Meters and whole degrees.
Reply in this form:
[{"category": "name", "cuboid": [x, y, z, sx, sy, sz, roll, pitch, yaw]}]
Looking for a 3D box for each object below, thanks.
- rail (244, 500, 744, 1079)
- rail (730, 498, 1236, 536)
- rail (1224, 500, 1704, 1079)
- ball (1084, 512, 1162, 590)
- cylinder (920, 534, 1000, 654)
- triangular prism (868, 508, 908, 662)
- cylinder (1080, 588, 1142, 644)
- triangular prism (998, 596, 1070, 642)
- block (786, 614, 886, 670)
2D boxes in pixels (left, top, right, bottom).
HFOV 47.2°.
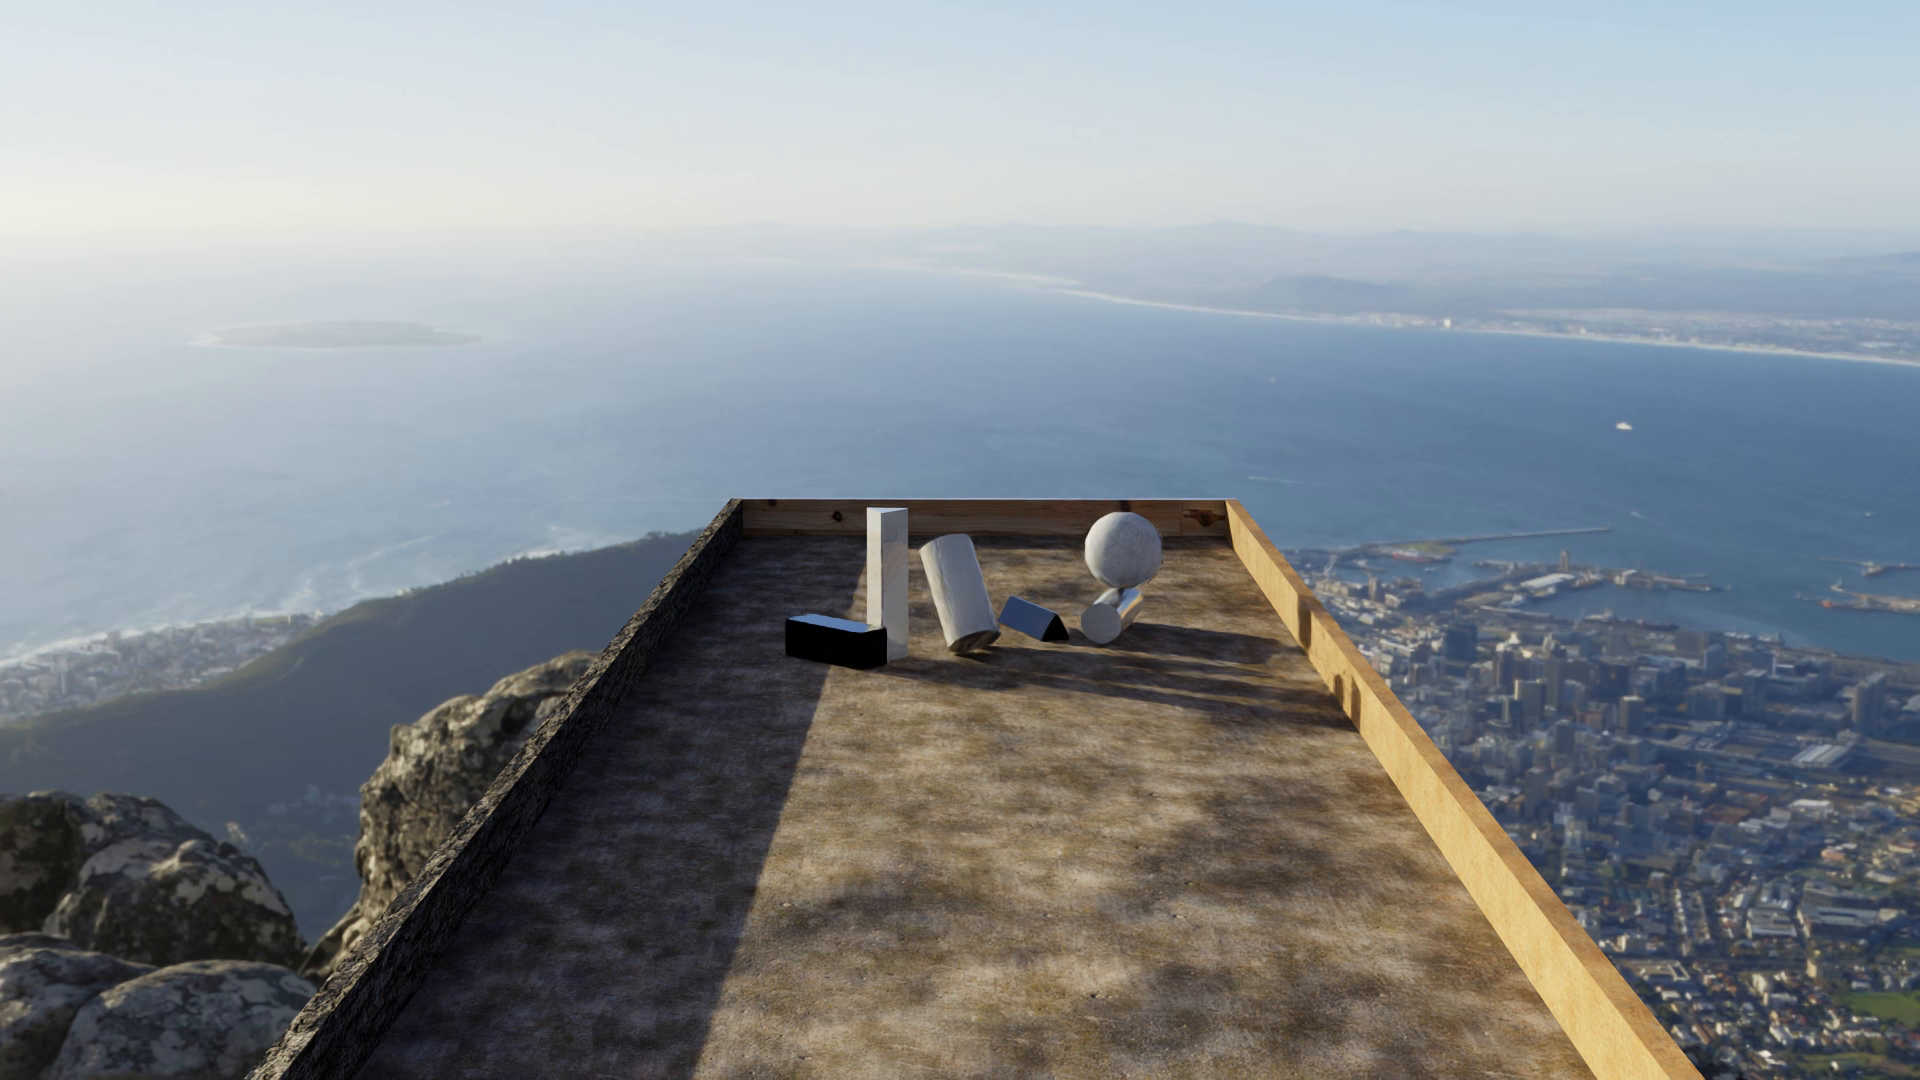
[{"category": "rail", "cuboid": [-1.004, 0.839, 3.234, 0.050, 0.150, 12.000, 0, 9, 1]}, {"category": "rail", "cuboid": [0.099, -0.098, 9.147, 2.100, 0.150, 0.050, 0, 9, 1]}, {"category": "rail", "cuboid": [1.046, 0.843, 3.208, 0.050, 0.150, 12.000, 0, 9, 1]}, {"category": "ball", "cuboid": [0.531, 0.033, 7.160, 0.253, 0.253, 0.253, 0, 9, 0]}, {"category": "cylinder", "cuboid": [-0.001, 0.165, 6.800, 0.165, 0.331, 0.165, -15, -22, -6]}, {"category": "triangular prism", "cuboid": [-0.239, 0.133, 6.705, 0.107, 0.459, 0.123, 7, 11, 37]}, {"category": "cylinder", "cuboid": [0.494, 0.234, 7.116, 0.131, 0.131, 0.383, 2, 9, 14]}, {"category": "triangular prism", "cuboid": [0.238, 0.250, 7.139, 0.100, 0.087, 0.341, -4, 10, -23]}, {"category": "block", "cuboid": [-0.378, 0.309, 6.698, 0.326, 0.113, 0.113, 8, 12, 43]}]
